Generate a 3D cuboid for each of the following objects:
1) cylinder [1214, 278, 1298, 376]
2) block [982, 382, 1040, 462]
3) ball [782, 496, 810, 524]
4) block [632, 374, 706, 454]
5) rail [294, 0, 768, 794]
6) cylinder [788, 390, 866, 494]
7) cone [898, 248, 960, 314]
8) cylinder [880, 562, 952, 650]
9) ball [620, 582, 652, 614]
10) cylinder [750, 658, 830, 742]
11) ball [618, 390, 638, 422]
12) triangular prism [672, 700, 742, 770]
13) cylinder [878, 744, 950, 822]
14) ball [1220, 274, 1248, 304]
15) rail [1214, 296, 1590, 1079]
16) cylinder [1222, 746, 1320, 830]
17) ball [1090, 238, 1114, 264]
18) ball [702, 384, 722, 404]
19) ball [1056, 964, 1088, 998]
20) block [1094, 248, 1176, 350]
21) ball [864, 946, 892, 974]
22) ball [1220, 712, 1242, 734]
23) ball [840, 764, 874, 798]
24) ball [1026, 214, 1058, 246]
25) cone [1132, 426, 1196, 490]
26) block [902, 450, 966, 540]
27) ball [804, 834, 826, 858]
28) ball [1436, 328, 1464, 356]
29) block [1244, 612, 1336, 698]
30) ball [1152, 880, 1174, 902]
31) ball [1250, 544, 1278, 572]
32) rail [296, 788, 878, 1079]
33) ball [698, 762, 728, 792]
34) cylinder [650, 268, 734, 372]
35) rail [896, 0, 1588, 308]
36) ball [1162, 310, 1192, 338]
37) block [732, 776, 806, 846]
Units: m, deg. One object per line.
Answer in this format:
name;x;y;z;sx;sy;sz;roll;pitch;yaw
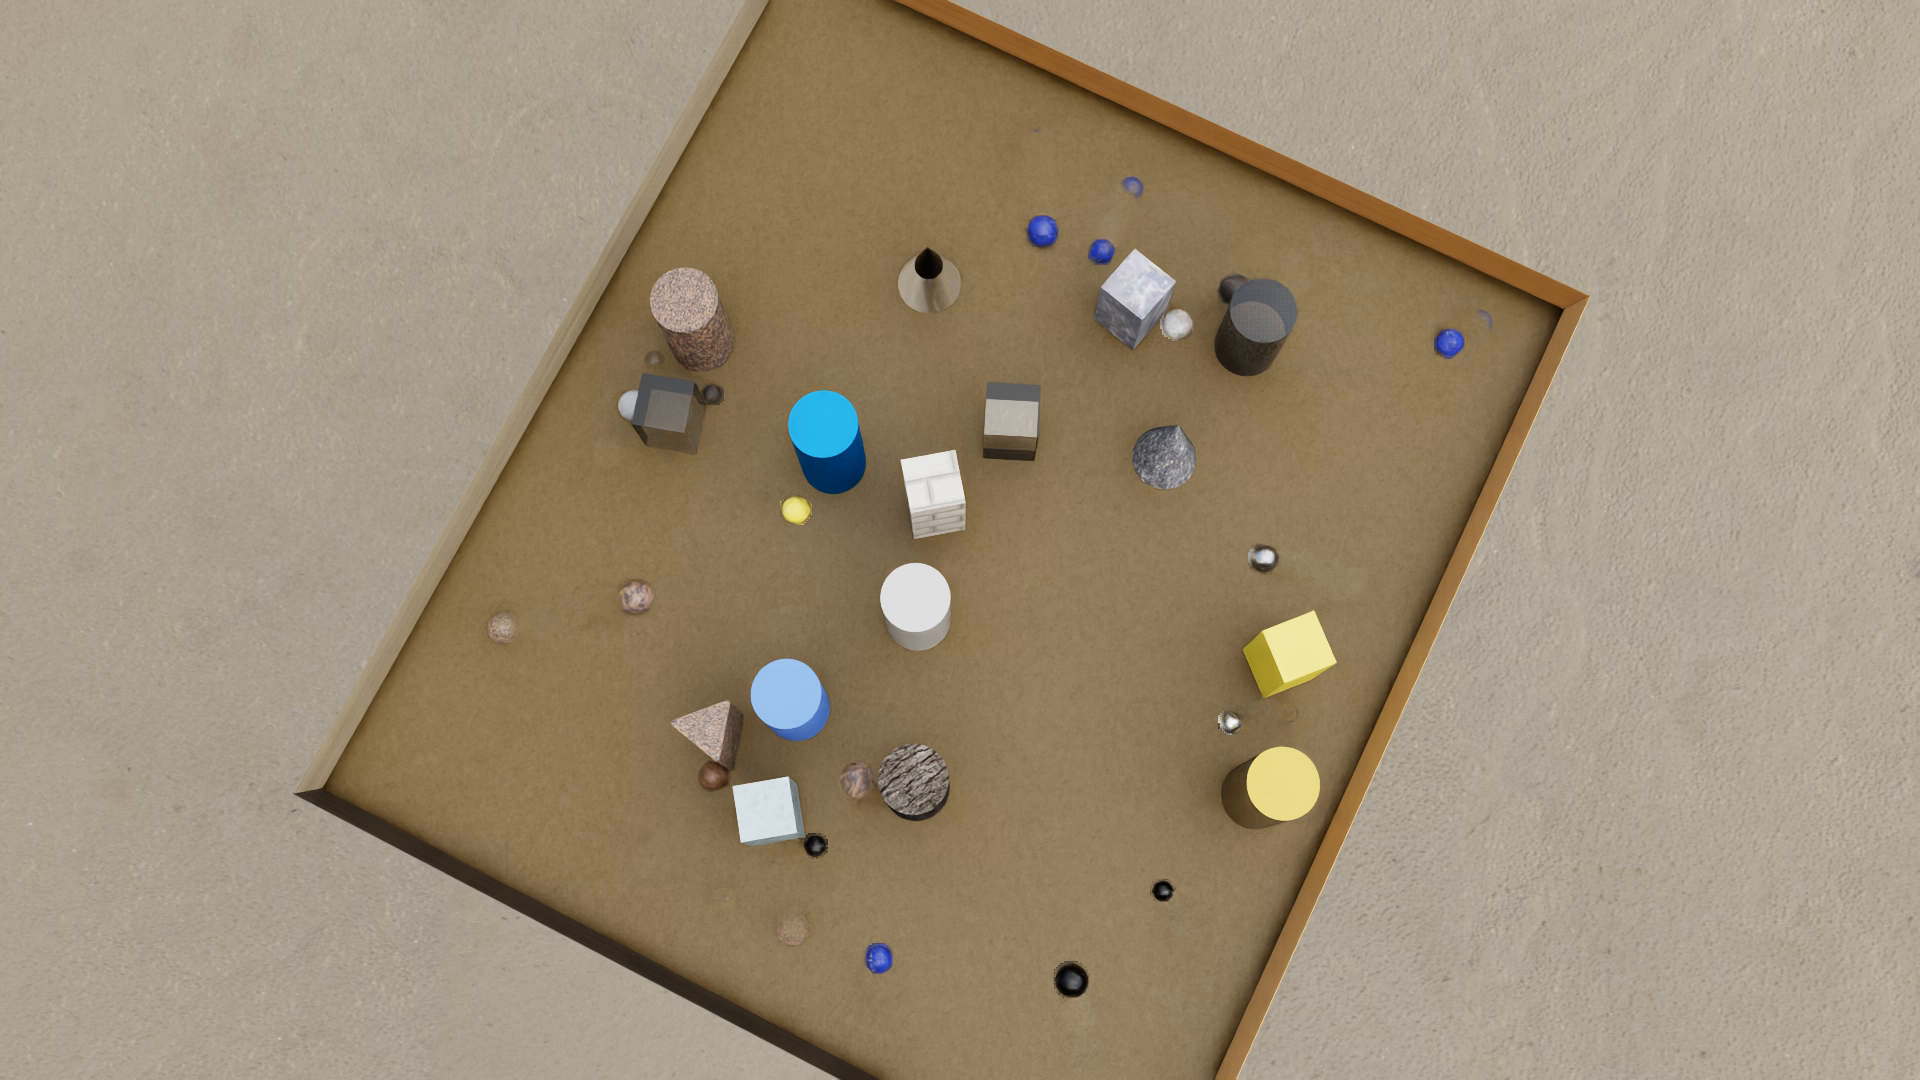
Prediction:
cylinder;0.897;-0.643;5.576;0.200;0.340;0.200;0;78;0
block;0.155;-0.355;5.543;0.160;0.287;0.160;3;78;1
ball;-0.501;-0.092;5.593;0.085;0.085;0.085;0;78;0
block;-0.880;-0.380;5.563;0.160;0.260;0.160;10;78;2
rail;-1.228;-0.594;5.672;0.045;0.130;3.097;26;80;5
cylinder;-0.390;-0.285;5.445;0.200;0.453;0.200;0;78;0
cone;-0.096;-0.843;5.628;0.200;0.319;0.200;0;78;0
cylinder;-0.127;0.200;5.387;0.200;0.368;0.200;0;78;0
ball;-0.978;0.175;5.530;0.099;0.099;0.099;0;78;0
cylinder;-0.490;0.469;5.338;0.200;0.355;0.200;0;78;0
ball;-1.004;-0.413;5.651;0.100;0.100;0.100;0;78;0
triangular prism;-0.700;0.545;5.334;0.173;0.333;0.150;39;81;7
cylinder;-0.131;0.705;5.305;0.200;0.325;0.200;0;78;0
ball;0.859;-0.782;5.728;0.098;0.098;0.098;0;78;0
rail;1.228;0.608;5.424;0.045;0.130;3.097;26;80;5
cylinder;0.878;0.711;5.217;0.200;0.494;0.200;0;78;0
ball;0.447;-0.909;5.765;0.078;0.078;0.078;0;78;0
ball;-0.767;-0.452;5.678;0.063;0.063;0.063;0;78;0
ball;0.323;1.276;5.303;0.096;0.096;0.096;0;78;0
block;0.533;-0.734;5.617;0.160;0.297;0.160;40;81;8
ball;-0.235;1.219;5.323;0.081;0.081;0.081;0;78;0
ball;0.810;0.545;5.470;0.066;0.066;0.066;0;78;0
ball;-0.303;0.715;5.418;0.099;0.099;0.099;0;78;0
ball;0.260;-0.973;5.768;0.098;0.098;0.098;0;78;0
cone;0.632;-0.293;5.481;0.200;0.384;0.200;0;78;0
block;-0.077;-0.131;5.455;0.160;0.370;0.160;-11;79;-2
ball;-0.425;0.901;5.397;0.065;0.065;0.065;0;78;0
ball;1.523;-0.614;5.699;0.087;0.087;0.087;0;78;0
block;0.959;0.339;5.358;0.160;0.369;0.160;-21;79;-4
ball;0.596;1.029;5.373;0.060;0.060;0.060;0;78;0
ball;0.924;0.057;5.562;0.084;0.084;0.084;0;78;0
rail;-0.682;1.343;5.271;2.792;0.130;0.045;26;80;5
ball;-0.730;0.699;5.422;0.087;0.087;0.087;0;78;0
cylinder;-0.807;-0.663;5.552;0.200;0.395;0.200;0;78;0
rail;0.682;-1.329;5.824;2.792;0.130;0.045;26;80;5
ball;0.677;-0.673;5.708;0.092;0.092;0.092;0;78;0
block;-0.551;0.789;5.310;0.160;0.281;0.160;-10;78;-2
